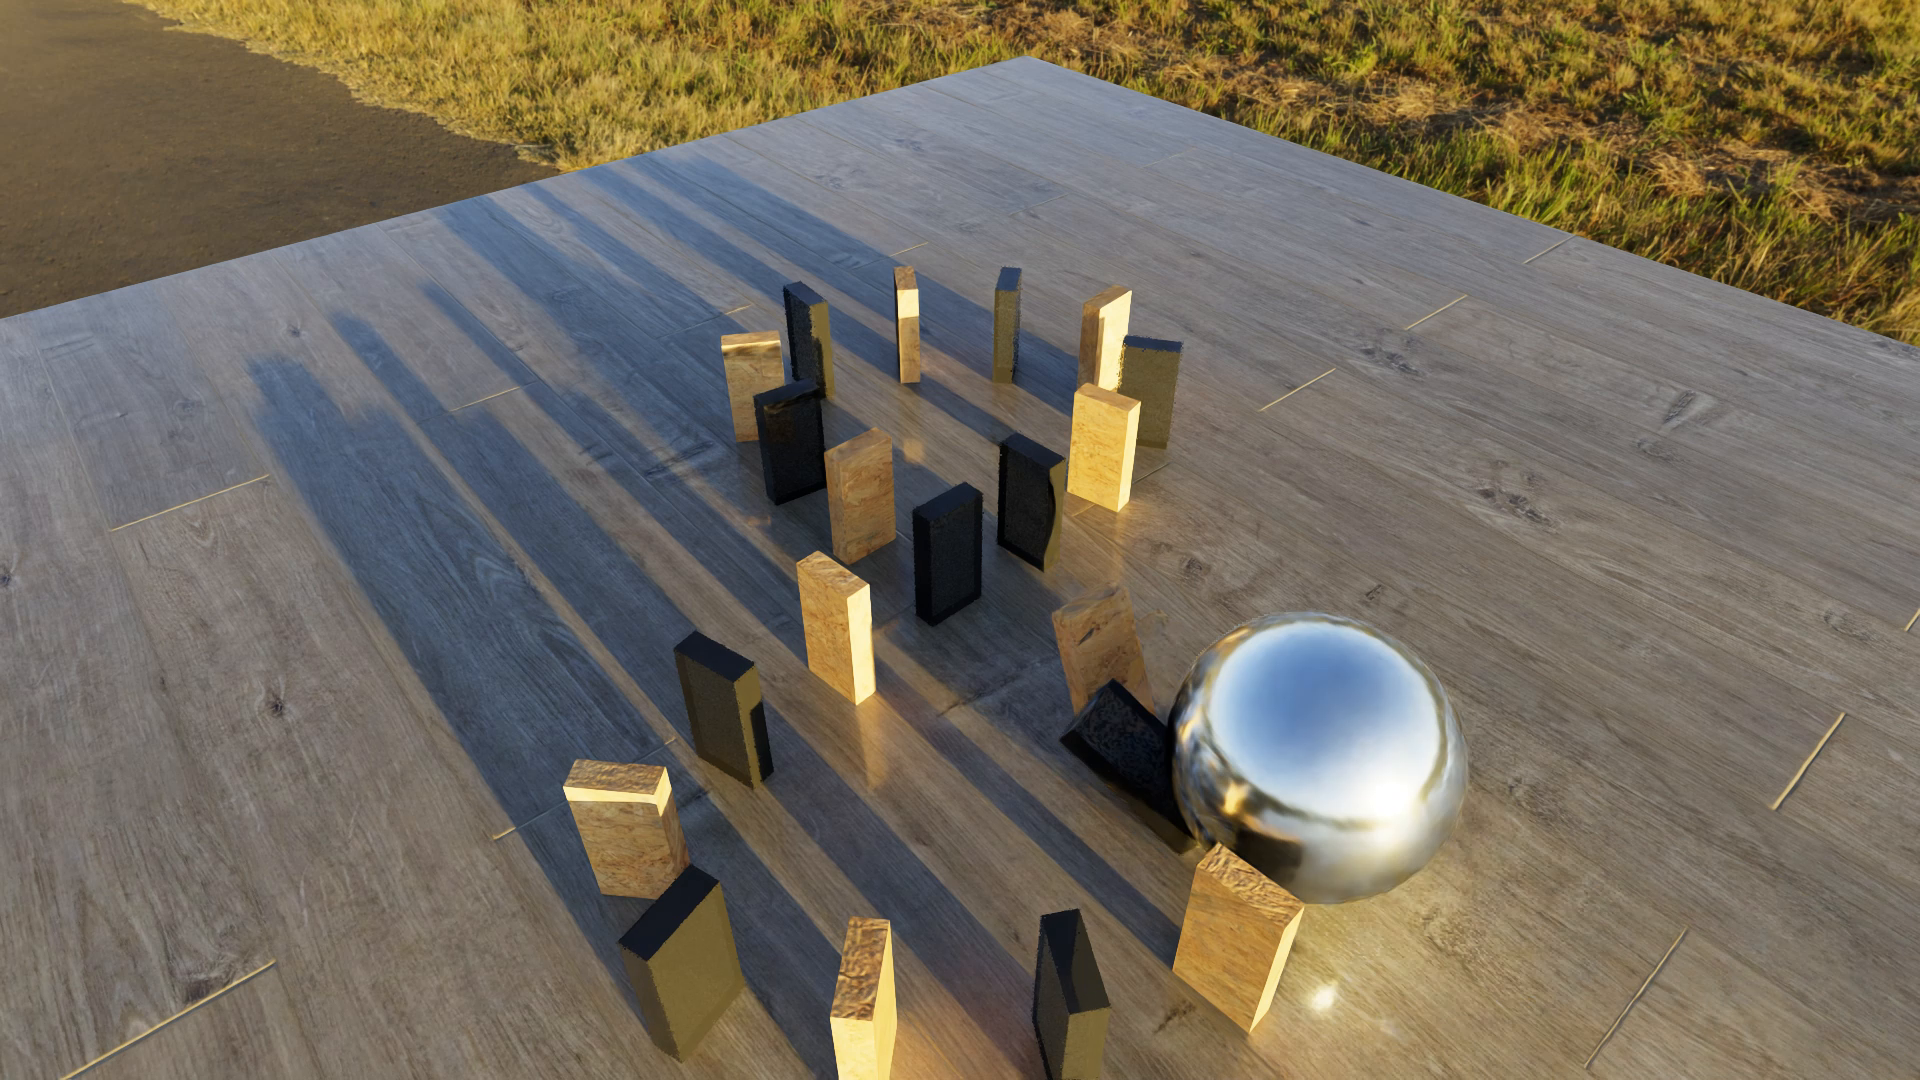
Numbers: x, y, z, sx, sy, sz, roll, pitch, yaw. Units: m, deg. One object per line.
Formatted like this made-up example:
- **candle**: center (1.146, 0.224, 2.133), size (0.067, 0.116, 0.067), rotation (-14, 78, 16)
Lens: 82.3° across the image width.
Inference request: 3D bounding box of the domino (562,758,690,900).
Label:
- **domino**: center (-0.093, 0.083, 0.310), size (0.025, 0.050, 0.009), rotation (4, 39, 5)

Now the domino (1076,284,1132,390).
- **domino**: center (0.069, -0.094, 0.526), size (0.010, 0.050, 0.025), rotation (29, 48, 31)

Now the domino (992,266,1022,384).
- **domino**: center (0.023, -0.105, 0.540), size (0.009, 0.050, 0.025), rotation (6, 40, 8)

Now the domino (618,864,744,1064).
- **domino**: center (-0.070, 0.108, 0.279), size (0.009, 0.050, 0.025), rotation (21, 44, 24)

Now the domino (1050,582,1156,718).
- **domino**: center (0.048, 0.042, 0.360), size (0.025, 0.050, 0.010), rotation (-26, 22, -27)

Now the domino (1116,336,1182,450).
- **domino**: center (0.083, -0.065, 0.491), size (0.025, 0.050, 0.010), rotation (10, 40, 11)

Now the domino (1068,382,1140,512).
- **domino**: center (0.059, -0.038, 0.458), size (0.025, 0.050, 0.009), rotation (25, 45, 27)

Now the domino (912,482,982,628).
- **domino**: center (-0.004, 0.006, 0.404), size (0.025, 0.050, 0.009), rotation (-30, 48, -32)

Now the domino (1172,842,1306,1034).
- **domino**: center (0.071, 0.104, 0.285), size (0.025, 0.050, 0.009), rotation (32, 49, 33)

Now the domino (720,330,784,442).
- **domino**: center (-0.091, -0.069, 0.495), size (0.025, 0.050, 0.010), rotation (-7, 40, -9)

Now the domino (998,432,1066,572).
- **domino**: center (0.027, -0.014, 0.429), size (0.025, 0.050, 0.009), rotation (32, 49, 33)

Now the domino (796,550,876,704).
- **domino**: center (-0.042, 0.030, 0.374), size (0.025, 0.050, 0.009), rotation (31, 48, 32)

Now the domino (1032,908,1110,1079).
- **domino**: center (0.026, 0.116, 0.270), size (0.009, 0.050, 0.025), rotation (-7, 40, -9)

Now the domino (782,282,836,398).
- **domino**: center (-0.072, -0.096, 0.528), size (0.009, 0.050, 0.025), rotation (-25, 45, -27)

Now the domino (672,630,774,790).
- **domino**: center (-0.074, 0.054, 0.345), size (0.025, 0.050, 0.009), rotation (23, 45, 26)

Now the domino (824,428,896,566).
- **domino**: center (-0.039, -0.017, 0.432), size (0.025, 0.050, 0.010), rotation (-31, 48, -32)

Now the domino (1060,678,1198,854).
- **domino**: center (0.058, 0.070, 0.340), size (0.050, 0.010, 0.025), rotation (43, 51, 5)

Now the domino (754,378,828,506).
- **domino**: center (-0.070, -0.041, 0.461), size (0.025, 0.050, 0.009), rotation (-23, 45, -25)

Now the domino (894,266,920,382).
- **domino**: center (-0.026, -0.106, 0.540), size (0.010, 0.050, 0.025), rotation (-5, 40, -6)

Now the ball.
- **ball**: center (0.098, 0.060, 0.307), size (0.080, 0.080, 0.080), rotation (0, 39, 0)

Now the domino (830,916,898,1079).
- **domino**: center (-0.023, 0.117, 0.268), size (0.009, 0.050, 0.025), rotation (4, 39, 5)
